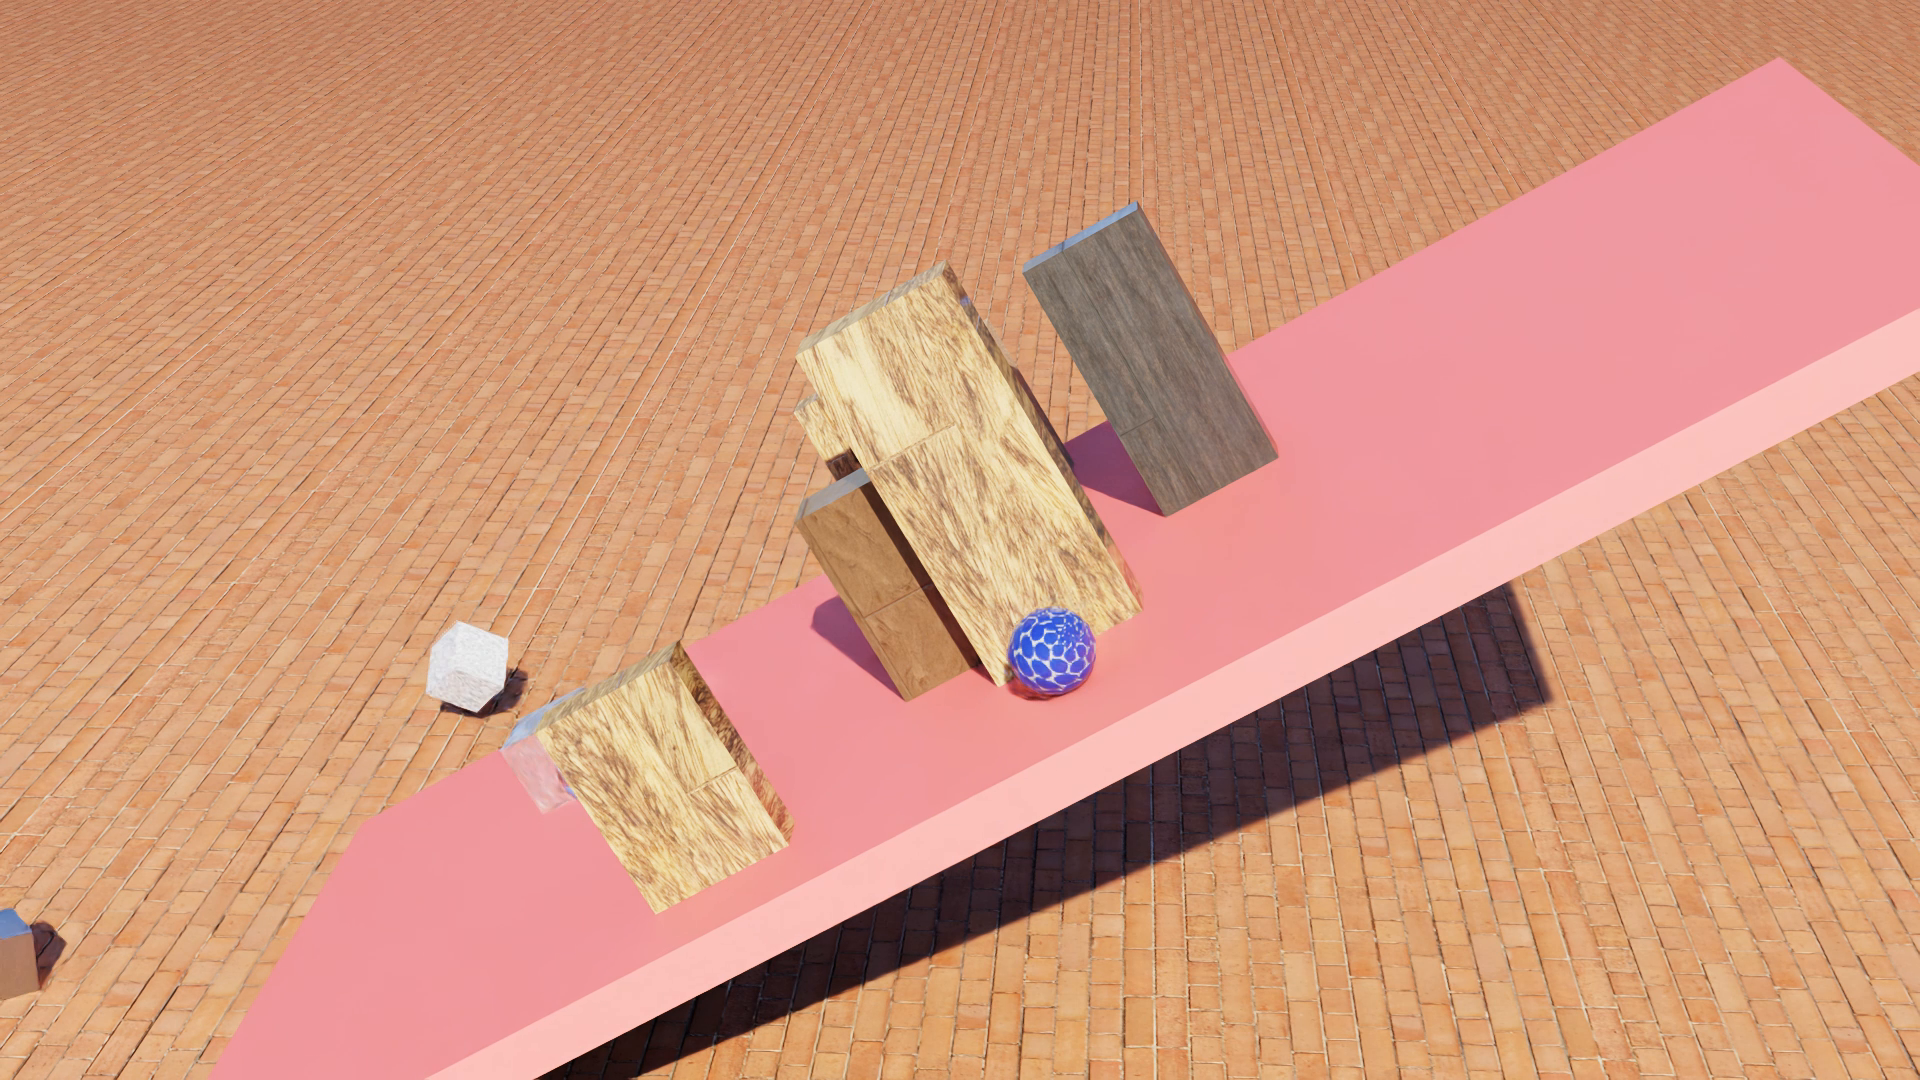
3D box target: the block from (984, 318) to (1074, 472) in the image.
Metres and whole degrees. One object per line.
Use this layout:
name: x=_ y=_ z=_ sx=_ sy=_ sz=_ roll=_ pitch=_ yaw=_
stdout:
block: x=0.026 y=-0.264 z=6.937 sx=0.324 sy=0.407 sz=0.089 roll=-28 pitch=15 yaw=12

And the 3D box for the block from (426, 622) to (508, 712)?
block: x=-1.405 y=0.363 z=8.395 sx=0.162 sy=0.162 sz=0.162 roll=23 pitch=47 yaw=-28

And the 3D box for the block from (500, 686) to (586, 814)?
block: x=-0.918 y=0.486 z=6.808 sx=0.182 sy=0.182 sz=0.182 roll=-27 pitch=15 yaw=16

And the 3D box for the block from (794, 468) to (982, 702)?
block: x=-0.078 y=0.051 z=6.022 sx=0.326 sy=0.446 sz=0.148 roll=-28 pitch=15 yaw=12

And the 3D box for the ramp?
ramp: x=0.142 y=0.168 z=6.285 sx=4.000 sy=0.100 sz=2.000 roll=-28 pitch=15 yaw=12

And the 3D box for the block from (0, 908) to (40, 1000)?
block: x=-2.276 y=0.982 z=6.923 sx=0.153 sy=0.153 sz=0.153 roll=-13 pitch=22 yaw=-32

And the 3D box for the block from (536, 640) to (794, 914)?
block: x=-0.566 y=0.459 z=5.676 sx=0.304 sy=0.434 sz=0.113 roll=-28 pitch=15 yaw=12

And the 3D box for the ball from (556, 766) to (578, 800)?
ball: x=-0.811 y=0.500 z=6.554 sx=0.177 sy=0.177 sz=0.177 roll=0 pitch=19 yaw=0

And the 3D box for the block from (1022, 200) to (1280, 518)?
block: x=0.400 y=-0.375 z=6.143 sx=0.271 sy=0.607 sz=0.090 roll=-28 pitch=15 yaw=12

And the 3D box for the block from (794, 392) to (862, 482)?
block: x=-0.130 y=-0.159 z=6.719 sx=0.274 sy=0.498 sz=0.087 roll=-28 pitch=15 yaw=12

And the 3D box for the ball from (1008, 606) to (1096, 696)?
ball: x=0.174 y=0.209 z=5.544 sx=0.167 sy=0.167 sz=0.167 roll=0 pitch=19 yaw=0

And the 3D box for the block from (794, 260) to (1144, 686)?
block: x=0.024 y=-0.125 z=5.737 sx=0.327 sy=0.775 sz=0.124 roll=-28 pitch=15 yaw=12
